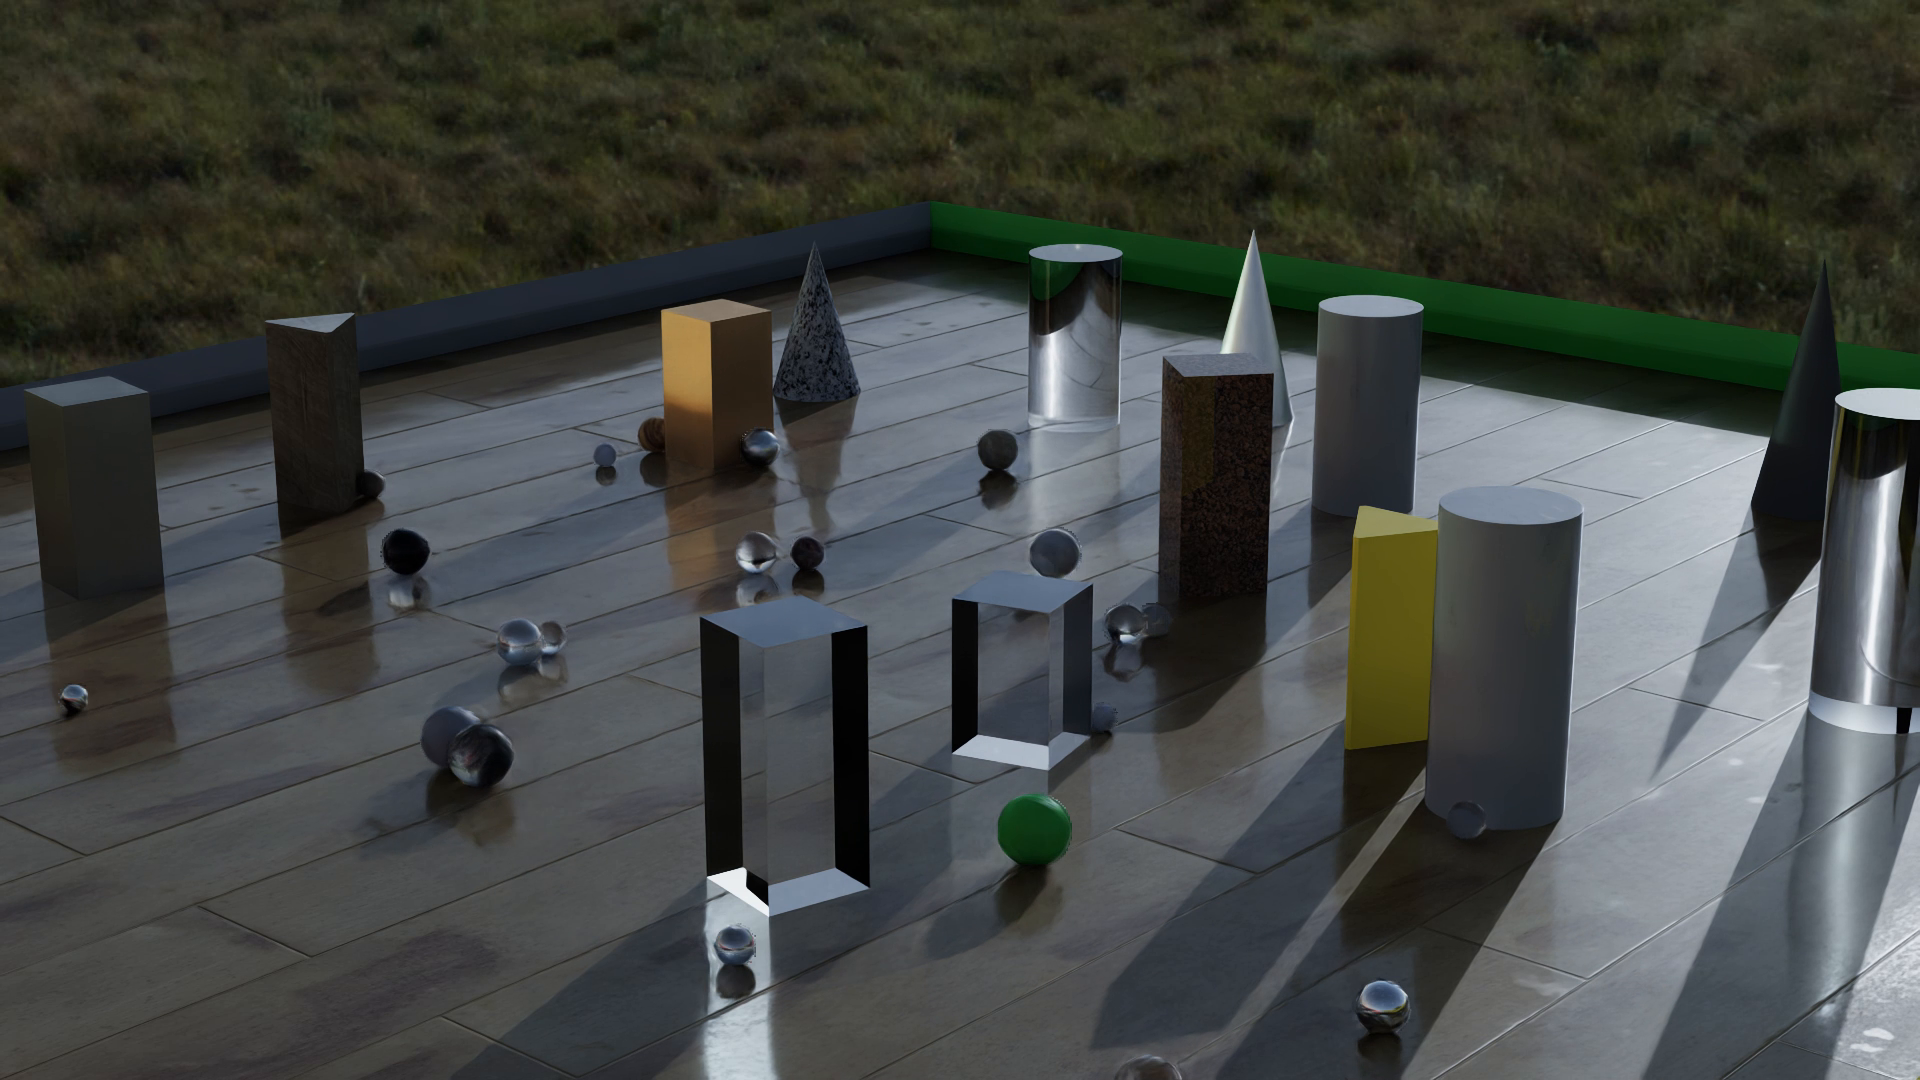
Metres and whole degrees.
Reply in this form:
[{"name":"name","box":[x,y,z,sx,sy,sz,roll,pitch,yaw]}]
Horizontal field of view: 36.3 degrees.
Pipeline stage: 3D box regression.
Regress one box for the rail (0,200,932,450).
[{"name":"rail","box":[-1.594,-0.367,6.445,0.045,0.129,4.660,14,22,39]}]

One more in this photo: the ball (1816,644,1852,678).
[{"name":"ball","box":[1.406,0.194,4.713,0.055,0.055,0.055,0,17,0]}]

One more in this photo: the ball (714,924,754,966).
[{"name":"ball","box":[-0.283,0.508,3.678,0.051,0.051,0.051,0,17,0]}]

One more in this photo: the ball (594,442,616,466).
[{"name":"ball","box":[-0.720,-0.174,5.950,0.047,0.047,0.047,0,17,0]}]

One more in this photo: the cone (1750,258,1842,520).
[{"name":"cone","box":[1.631,-0.299,5.598,0.198,0.489,0.198,0,17,0]}]

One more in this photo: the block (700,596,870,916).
[{"name":"block","box":[-0.231,0.282,3.876,0.158,0.370,0.158,-12,20,-34]}]

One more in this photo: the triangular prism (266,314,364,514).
[{"name":"triangular prism","box":[-1.218,-0.253,5.676,0.171,0.355,0.149,11,20,33]}]

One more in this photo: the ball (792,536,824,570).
[{"name":"ball","box":[-0.274,0.023,5.274,0.059,0.059,0.059,0,17,0]}]

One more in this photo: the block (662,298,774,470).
[{"name":"block","box":[-0.494,-0.319,5.983,0.158,0.306,0.158,-15,23,-41]}]

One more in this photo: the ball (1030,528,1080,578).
[{"name":"ball","box":[0.169,0.025,5.215,0.090,0.090,0.090,0,17,0]}]

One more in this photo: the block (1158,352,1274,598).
[{"name":"block","box":[0.447,-0.115,5.150,0.158,0.396,0.158,-3,17,-9]}]

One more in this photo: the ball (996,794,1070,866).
[{"name":"ball","box":[0.099,0.394,3.975,0.099,0.099,0.099,0,17,0]}]

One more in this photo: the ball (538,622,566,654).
[{"name":"ball","box":[-0.674,0.161,4.826,0.054,0.054,0.054,0,17,0]}]

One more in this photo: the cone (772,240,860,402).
[{"name":"cone","box":[-0.320,-0.498,6.508,0.198,0.345,0.198,0,17,0]}]

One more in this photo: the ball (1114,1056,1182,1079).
[{"name":"ball","box":[0.210,0.616,3.269,0.081,0.081,0.081,0,17,0]}]

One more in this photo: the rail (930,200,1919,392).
[{"name":"rail","box":[1.512,-0.470,6.787,4.268,0.129,0.045,14,22,39]}]

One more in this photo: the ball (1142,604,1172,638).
[{"name":"ball","box":[0.326,0.135,4.907,0.056,0.056,0.056,0,17,0]}]

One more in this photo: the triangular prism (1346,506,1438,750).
[{"name":"triangular prism","box":[0.639,0.127,4.456,0.171,0.332,0.149,-6,18,-18]}]

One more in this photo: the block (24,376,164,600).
[{"name":"block","box":[-1.523,-0.093,5.159,0.158,0.348,0.158,-14,22,-38]}]

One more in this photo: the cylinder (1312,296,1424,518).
[{"name":"cylinder","box":[0.782,-0.258,5.631,0.198,0.391,0.198,0,17,0]}]

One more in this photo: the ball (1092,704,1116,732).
[{"name":"ball","box":[0.217,0.272,4.478,0.042,0.042,0.042,0,17,0]}]

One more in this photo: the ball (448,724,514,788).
[{"name":"ball","box":[-0.695,0.313,4.254,0.093,0.093,0.093,0,17,0]}]

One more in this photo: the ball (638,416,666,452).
[{"name":"ball","box":[-0.626,-0.219,6.050,0.075,0.075,0.075,0,17,0]}]

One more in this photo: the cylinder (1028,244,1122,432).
[{"name":"cylinder","box":[0.245,-0.431,6.248,0.198,0.367,0.198,0,17,0]}]

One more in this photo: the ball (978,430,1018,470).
[{"name":"ball","box":[0.076,-0.181,5.913,0.082,0.082,0.082,0,17,0]}]

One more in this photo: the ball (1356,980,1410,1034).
[{"name":"ball","box":[0.504,0.556,3.496,0.065,0.065,0.065,0,17,0]}]

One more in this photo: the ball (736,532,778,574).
[{"name":"ball","box":[-0.365,0.023,5.247,0.075,0.075,0.075,0,17,0]}]

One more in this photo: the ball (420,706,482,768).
[{"name":"ball","box":[-0.749,0.291,4.327,0.093,0.093,0.093,0,17,0]}]

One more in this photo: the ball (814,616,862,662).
[{"name":"ball","box":[-0.200,0.162,4.784,0.076,0.076,0.076,0,17,0]}]

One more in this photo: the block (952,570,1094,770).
[{"name":"block","box":[0.094,0.192,4.391,0.158,0.244,0.158,8,19,25]}]

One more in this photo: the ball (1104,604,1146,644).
[{"name":"ball","box":[0.274,0.140,4.871,0.067,0.067,0.067,0,17,0]}]

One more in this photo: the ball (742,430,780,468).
[{"name":"ball","box":[-0.404,-0.186,5.937,0.077,0.077,0.077,0,17,0]}]

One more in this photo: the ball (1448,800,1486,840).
[{"name":"ball","box":[0.704,0.389,4.070,0.053,0.053,0.053,0,17,0]}]

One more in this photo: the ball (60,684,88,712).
[{"name":"ball","box":[-1.379,0.246,4.565,0.042,0.042,0.042,0,17,0]}]

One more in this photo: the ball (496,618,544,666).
[{"name":"ball","box":[-0.717,0.166,4.769,0.077,0.077,0.077,0,17,0]}]

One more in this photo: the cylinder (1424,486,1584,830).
[{"name":"cylinder","box":[0.765,0.164,4.135,0.198,0.446,0.198,0,17,0]}]

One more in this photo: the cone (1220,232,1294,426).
[{"name":"cone","box":[0.623,-0.464,6.281,0.198,0.412,0.198,0,17,0]}]

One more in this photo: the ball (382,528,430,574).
[{"name":"ball","box":[-0.991,0.021,5.242,0.083,0.083,0.083,0,17,0]}]

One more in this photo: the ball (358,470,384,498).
[{"name":"ball","box":[-1.150,-0.109,5.724,0.052,0.052,0.052,0,17,0]}]

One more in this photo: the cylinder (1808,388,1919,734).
[{"name":"cylinder","box":[1.423,0.031,4.495,0.198,0.494,0.198,0,17,0]}]
